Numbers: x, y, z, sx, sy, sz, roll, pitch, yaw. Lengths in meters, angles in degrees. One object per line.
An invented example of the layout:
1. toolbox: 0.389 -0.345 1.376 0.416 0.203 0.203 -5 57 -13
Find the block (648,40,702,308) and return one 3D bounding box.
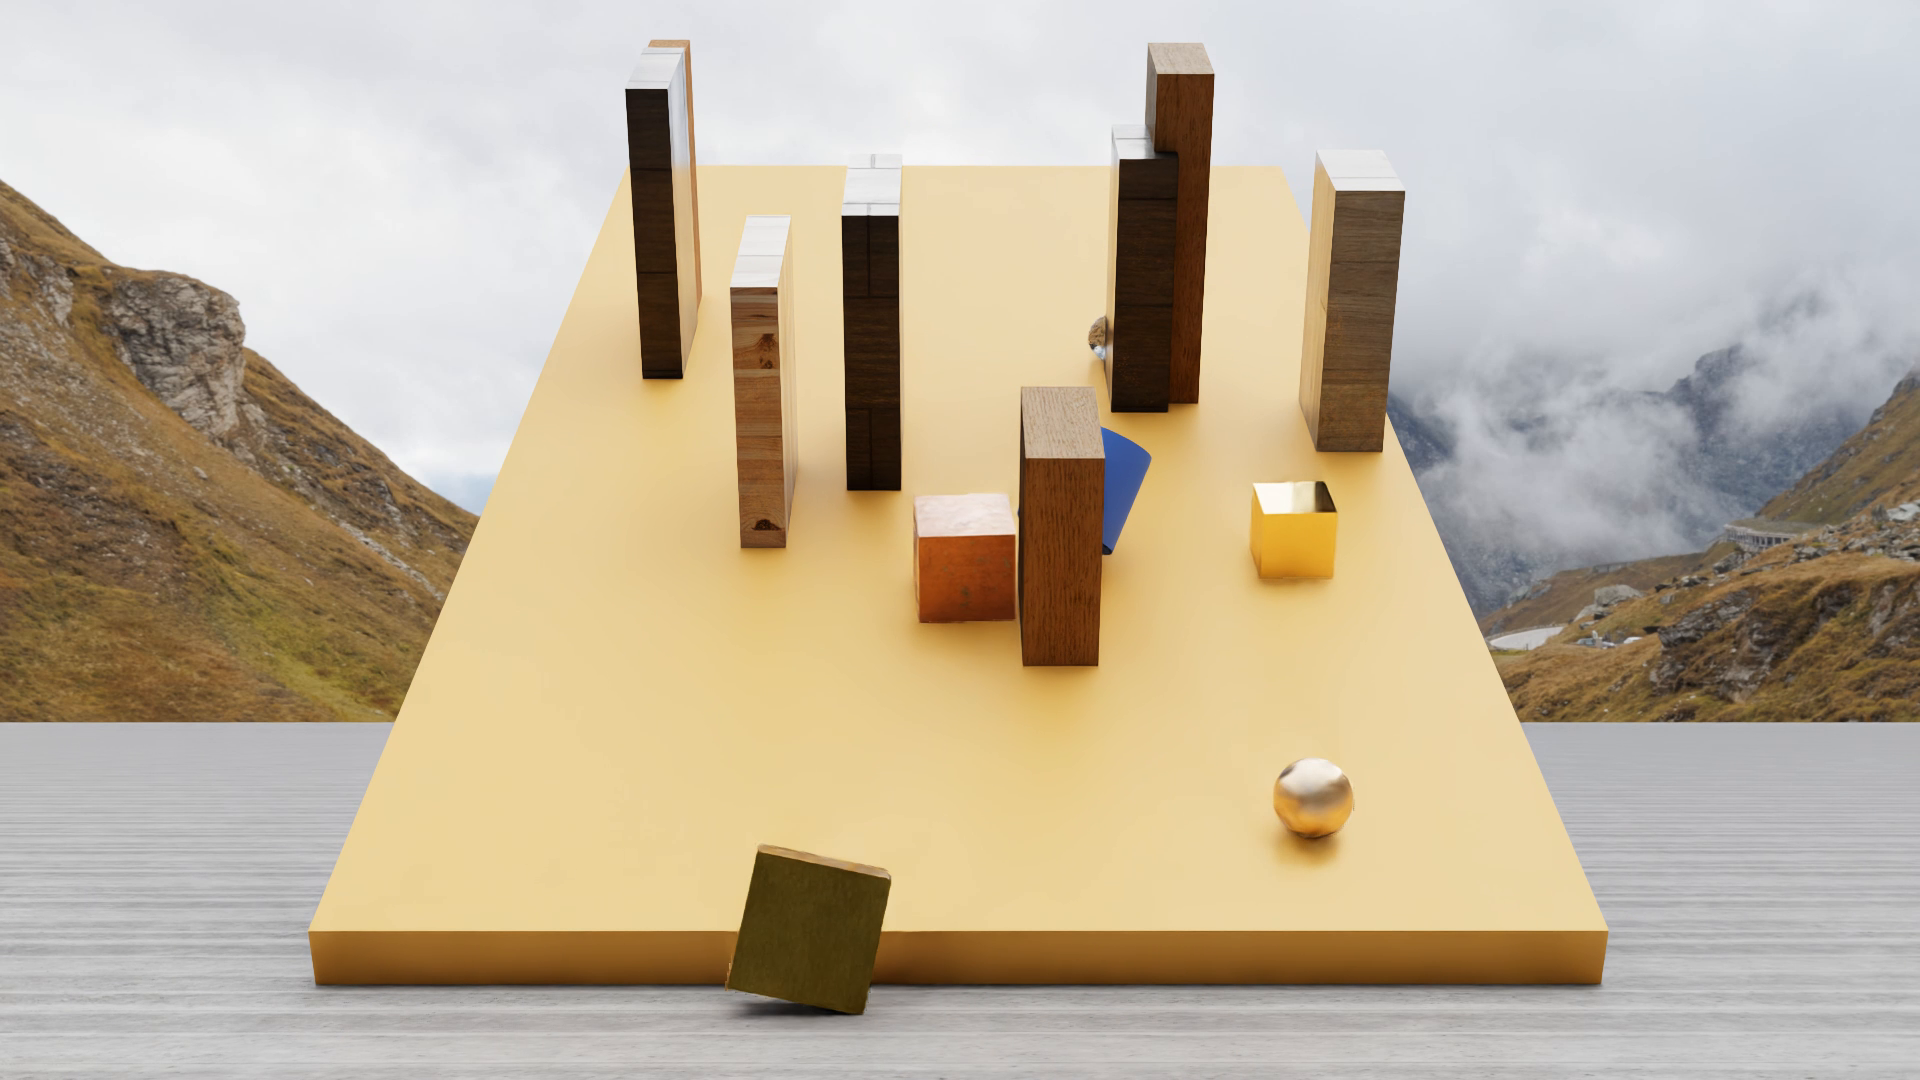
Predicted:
1. block: -0.722 -0.866 5.861 0.097 0.675 0.365 0 26 0

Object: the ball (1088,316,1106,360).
1. ball: 0.369 -0.493 5.740 0.115 0.115 0.115 0 -4 0

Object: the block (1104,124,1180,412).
1. block: 0.417 -0.629 5.458 0.132 0.607 0.275 0 26 0

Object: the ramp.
1. ramp: -0.010 -0.229 5.441 2.000 0.100 4.000 0 26 0

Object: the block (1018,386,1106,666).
1. block: 0.187 -0.029 4.435 0.141 0.422 0.338 0 26 0

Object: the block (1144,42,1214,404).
1. block: 0.495 -0.733 5.472 0.127 0.783 0.278 0 26 0

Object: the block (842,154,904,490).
1. block: -0.185 -0.479 5.134 0.117 0.618 0.433 0 26 0

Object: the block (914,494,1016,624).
1. block: 0.007 0.035 4.573 0.185 0.185 0.185 -2 26 -4

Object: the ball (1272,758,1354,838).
1. ball: 0.576 0.421 3.844 0.131 0.131 0.131 0 -4 0

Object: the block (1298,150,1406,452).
1. block: 0.871 -0.535 5.268 0.148 0.607 0.300 0 26 0

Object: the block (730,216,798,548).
1. block: -0.403 -0.335 4.897 0.093 0.565 0.444 0 26 0

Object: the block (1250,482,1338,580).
1. block: 0.669 -0.019 4.732 0.146 0.146 0.146 -1 26 -2

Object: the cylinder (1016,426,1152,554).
1. cylinder: 0.250 -0.108 4.744 0.208 0.208 0.208 23 -9 4

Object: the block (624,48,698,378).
1. block: -0.713 -0.786 5.660 0.097 0.708 0.374 0 26 0

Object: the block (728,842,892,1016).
1. block: -0.215 0.553 3.369 0.192 0.192 0.192 12 -4 -3
